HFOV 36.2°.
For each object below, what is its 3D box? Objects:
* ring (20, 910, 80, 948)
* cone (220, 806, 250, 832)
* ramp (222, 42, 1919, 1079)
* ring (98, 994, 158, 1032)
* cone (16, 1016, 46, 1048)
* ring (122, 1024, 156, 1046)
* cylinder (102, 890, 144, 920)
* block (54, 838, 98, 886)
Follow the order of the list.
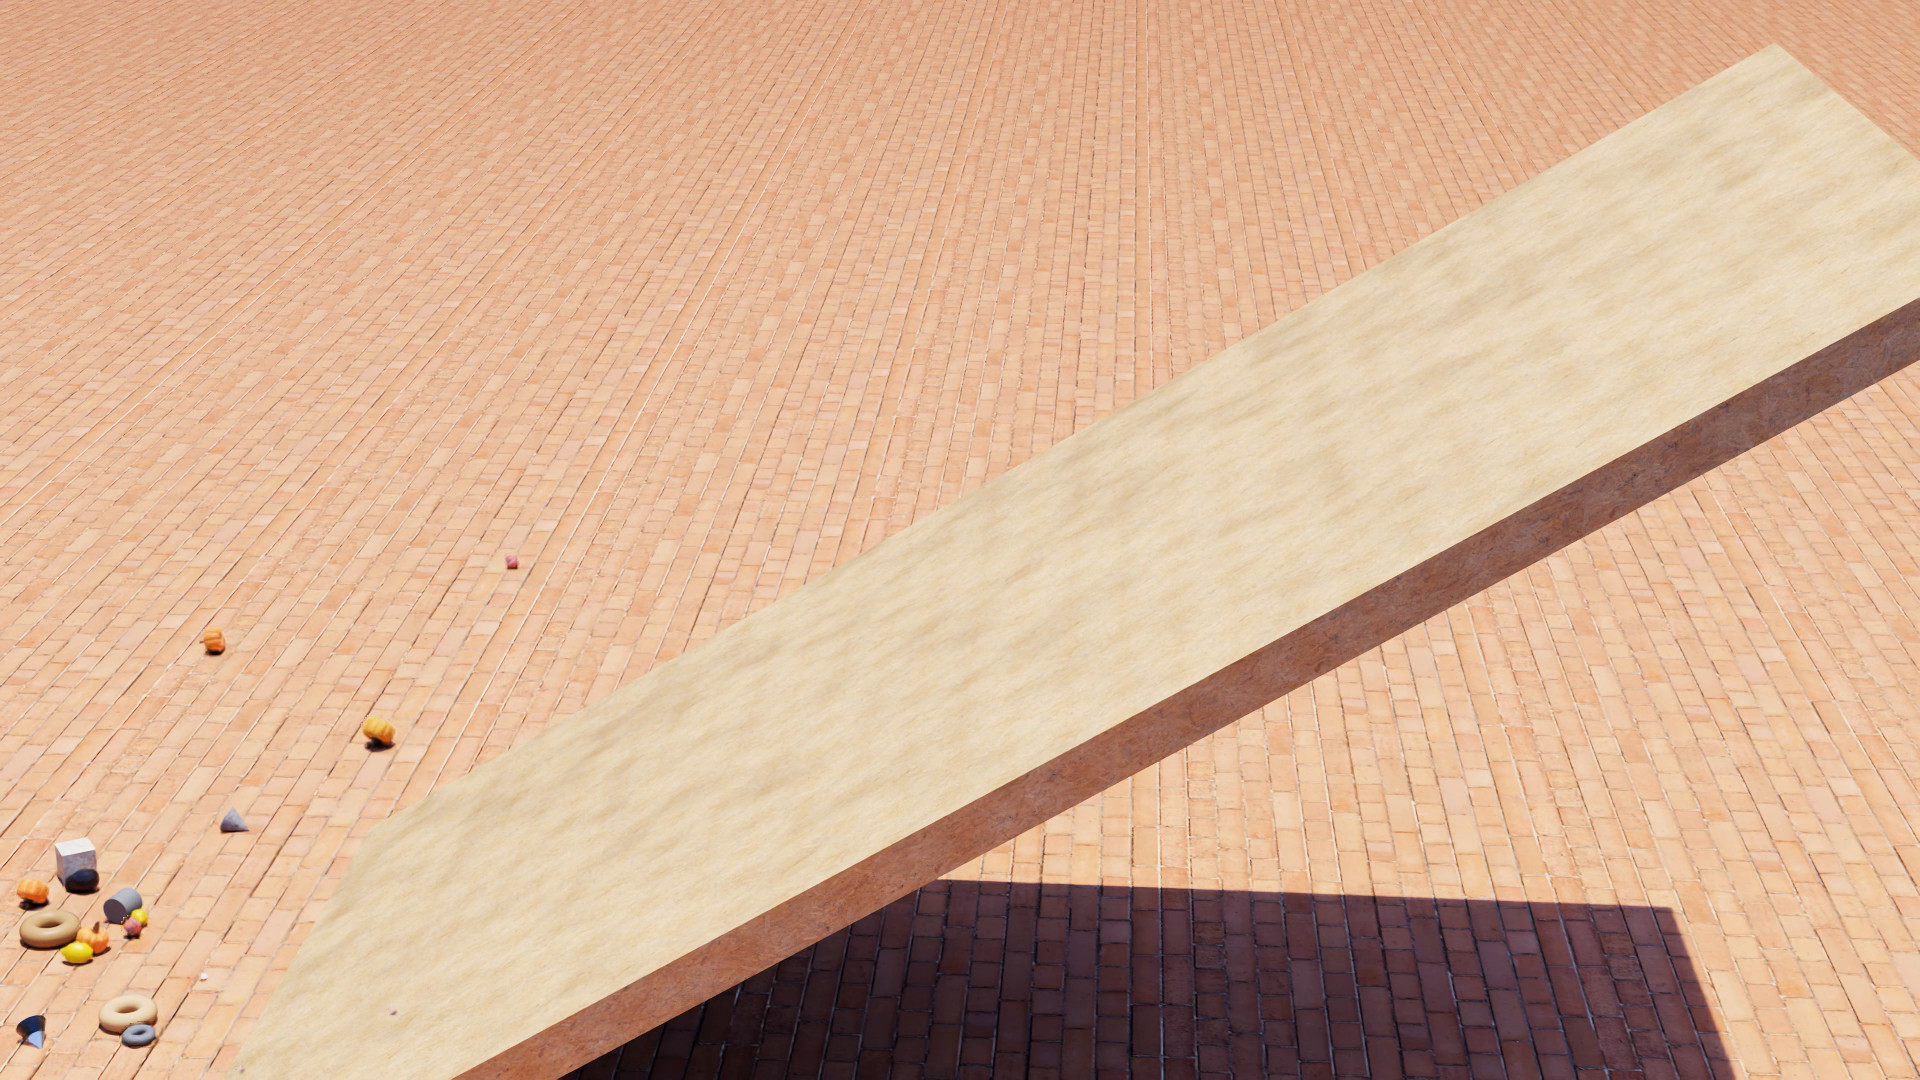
[{"bbox_3d":[-2.239,0.957,7.239,0.146,0.049,0.146,1,20,0],"label":"ring"},{"bbox_3d":[-1.921,0.758,7.836,0.071,0.071,0.071,29,23,2],"label":"cone"},{"bbox_3d":[0.142,0.168,6.288,4.000,0.100,2.000,-29,15,13],"label":"ramp"},{"bbox_3d":[-1.932,1.100,6.833,0.134,0.045,0.134,0,20,0],"label":"ring"},{"bbox_3d":[-2.115,1.140,6.737,0.072,0.072,0.072,-13,49,-33],"label":"cone"},{"bbox_3d":[-1.885,1.138,6.753,0.077,0.026,0.077,-1,20,0],"label":"ring"},{"bbox_3d":[-2.088,0.912,7.337,0.069,0.069,0.069,10,4,27],"label":"cylinder"},{"bbox_3d":[-2.271,0.826,7.561,0.084,0.084,0.084,-10,22,-27],"label":"block"}]
